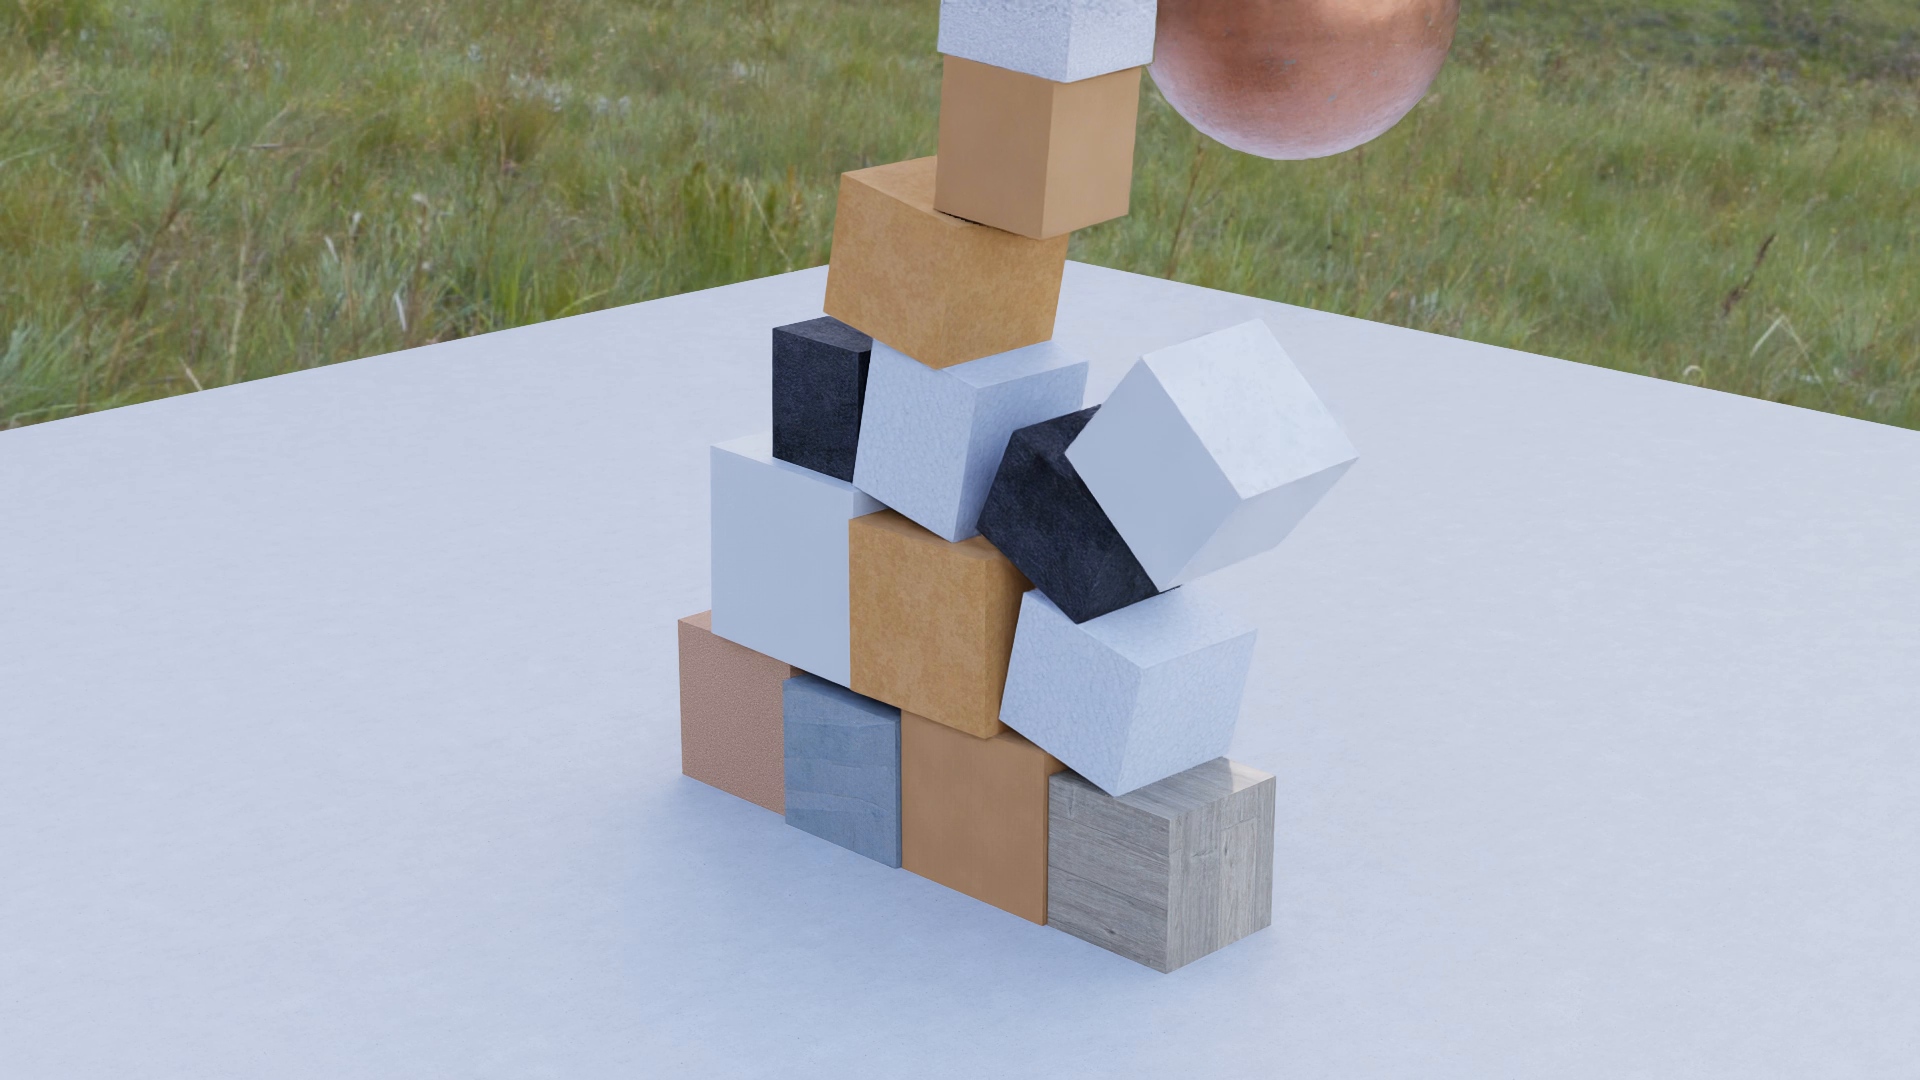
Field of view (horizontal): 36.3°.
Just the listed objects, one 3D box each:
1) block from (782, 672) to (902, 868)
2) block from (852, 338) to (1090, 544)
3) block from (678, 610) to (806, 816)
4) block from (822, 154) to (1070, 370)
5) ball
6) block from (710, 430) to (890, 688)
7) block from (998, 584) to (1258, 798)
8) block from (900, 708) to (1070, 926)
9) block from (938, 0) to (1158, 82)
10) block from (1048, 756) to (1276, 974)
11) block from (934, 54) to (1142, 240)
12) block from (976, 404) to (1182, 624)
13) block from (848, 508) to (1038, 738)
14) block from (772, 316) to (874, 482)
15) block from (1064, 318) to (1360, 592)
[{"bbox_3d":[-0.275,1.004,13.940,0.822,0.726,0.764,-17,24,-42],"label":"block"},{"bbox_3d":[0.046,-0.524,13.143,0.711,0.745,0.658,-17,36,-42],"label":"block"},{"bbox_3d":[-0.830,0.787,14.482,0.747,0.815,0.824,-17,24,-42],"label":"block"},{"bbox_3d":[-0.053,-1.251,12.986,0.715,0.656,0.749,29,32,35],"label":"block"},{"bbox_3d":[1.623,-2.646,14.211,1.600,1.600,1.600,0,17,0],"label":"ball"},{"bbox_3d":[-0.549,0.031,13.946,0.820,0.947,0.990,-17,26,-42],"label":"block"},{"bbox_3d":[0.731,0.584,12.788,0.742,0.636,0.719,-16,37,-42],"label":"block"},{"bbox_3d":[0.317,1.141,13.363,0.762,0.809,0.891,-17,24,-42],"label":"block"},{"bbox_3d":[0.378,-2.312,12.252,0.675,0.594,0.614,20,27,33],"label":"block"},{"bbox_3d":[0.880,1.361,12.831,0.702,0.709,0.694,-17,24,-42],"label":"block"},{"bbox_3d":[0.329,-1.724,12.485,0.579,0.676,0.623,20,27,34],"label":"block"},{"bbox_3d":[0.596,-0.130,12.646,0.658,0.544,0.674,-18,51,-41],"label":"block"},{"bbox_3d":[0.095,0.303,13.315,0.823,0.818,0.867,-17,24,-42],"label":"block"},{"bbox_3d":[-0.447,-0.678,13.604,0.617,0.619,0.580,-17,26,-42],"label":"block"},{"bbox_3d":[1.034,-0.354,12.094,0.716,0.682,0.728,-20,68,-39],"label":"block"}]
